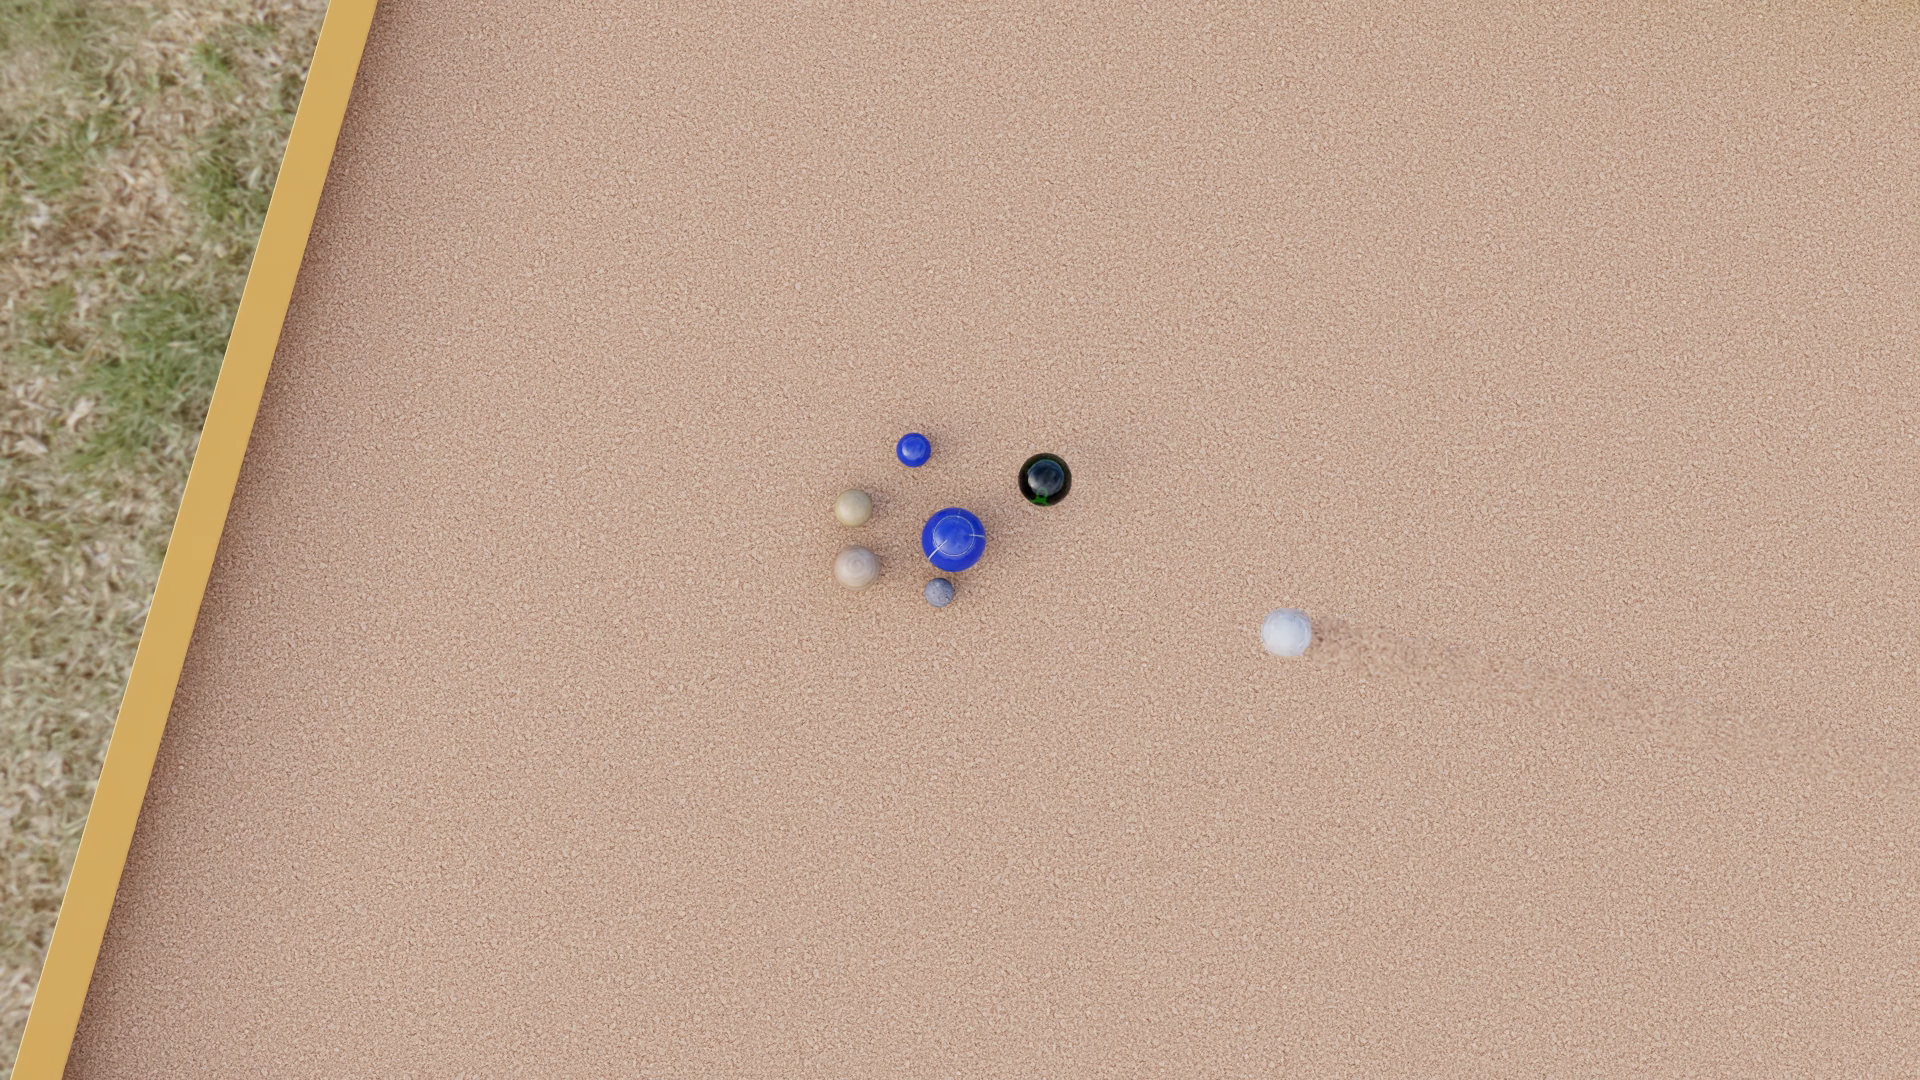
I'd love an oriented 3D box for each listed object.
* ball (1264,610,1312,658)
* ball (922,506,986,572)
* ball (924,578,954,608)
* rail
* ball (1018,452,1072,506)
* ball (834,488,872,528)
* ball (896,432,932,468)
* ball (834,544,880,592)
[{"bbox_3d":[0.484,0.138,3.248,0.071,0.071,0.071,0,82,0],"label":"ball"},{"bbox_3d":[-0.009,-0.001,3.255,0.097,0.097,0.097,0,82,0],"label":"ball"},{"bbox_3d":[-0.031,0.078,3.270,0.045,0.045,0.045,0,82,0],"label":"ball"},{"bbox_3d":[-1.053,-0.256,3.277,0.045,0.126,2.459,13,82,2],"label":"rail"},{"bbox_3d":[0.127,-0.090,3.276,0.081,0.081,0.081,0,82,0],"label":"ball"},{"bbox_3d":[-0.159,-0.047,3.282,0.058,0.058,0.058,0,82,0],"label":"ball"},{"bbox_3d":[-0.069,-0.135,3.297,0.053,0.053,0.053,0,82,0],"label":"ball"},{"bbox_3d":[-0.153,0.042,3.263,0.069,0.069,0.069,0,82,0],"label":"ball"}]
